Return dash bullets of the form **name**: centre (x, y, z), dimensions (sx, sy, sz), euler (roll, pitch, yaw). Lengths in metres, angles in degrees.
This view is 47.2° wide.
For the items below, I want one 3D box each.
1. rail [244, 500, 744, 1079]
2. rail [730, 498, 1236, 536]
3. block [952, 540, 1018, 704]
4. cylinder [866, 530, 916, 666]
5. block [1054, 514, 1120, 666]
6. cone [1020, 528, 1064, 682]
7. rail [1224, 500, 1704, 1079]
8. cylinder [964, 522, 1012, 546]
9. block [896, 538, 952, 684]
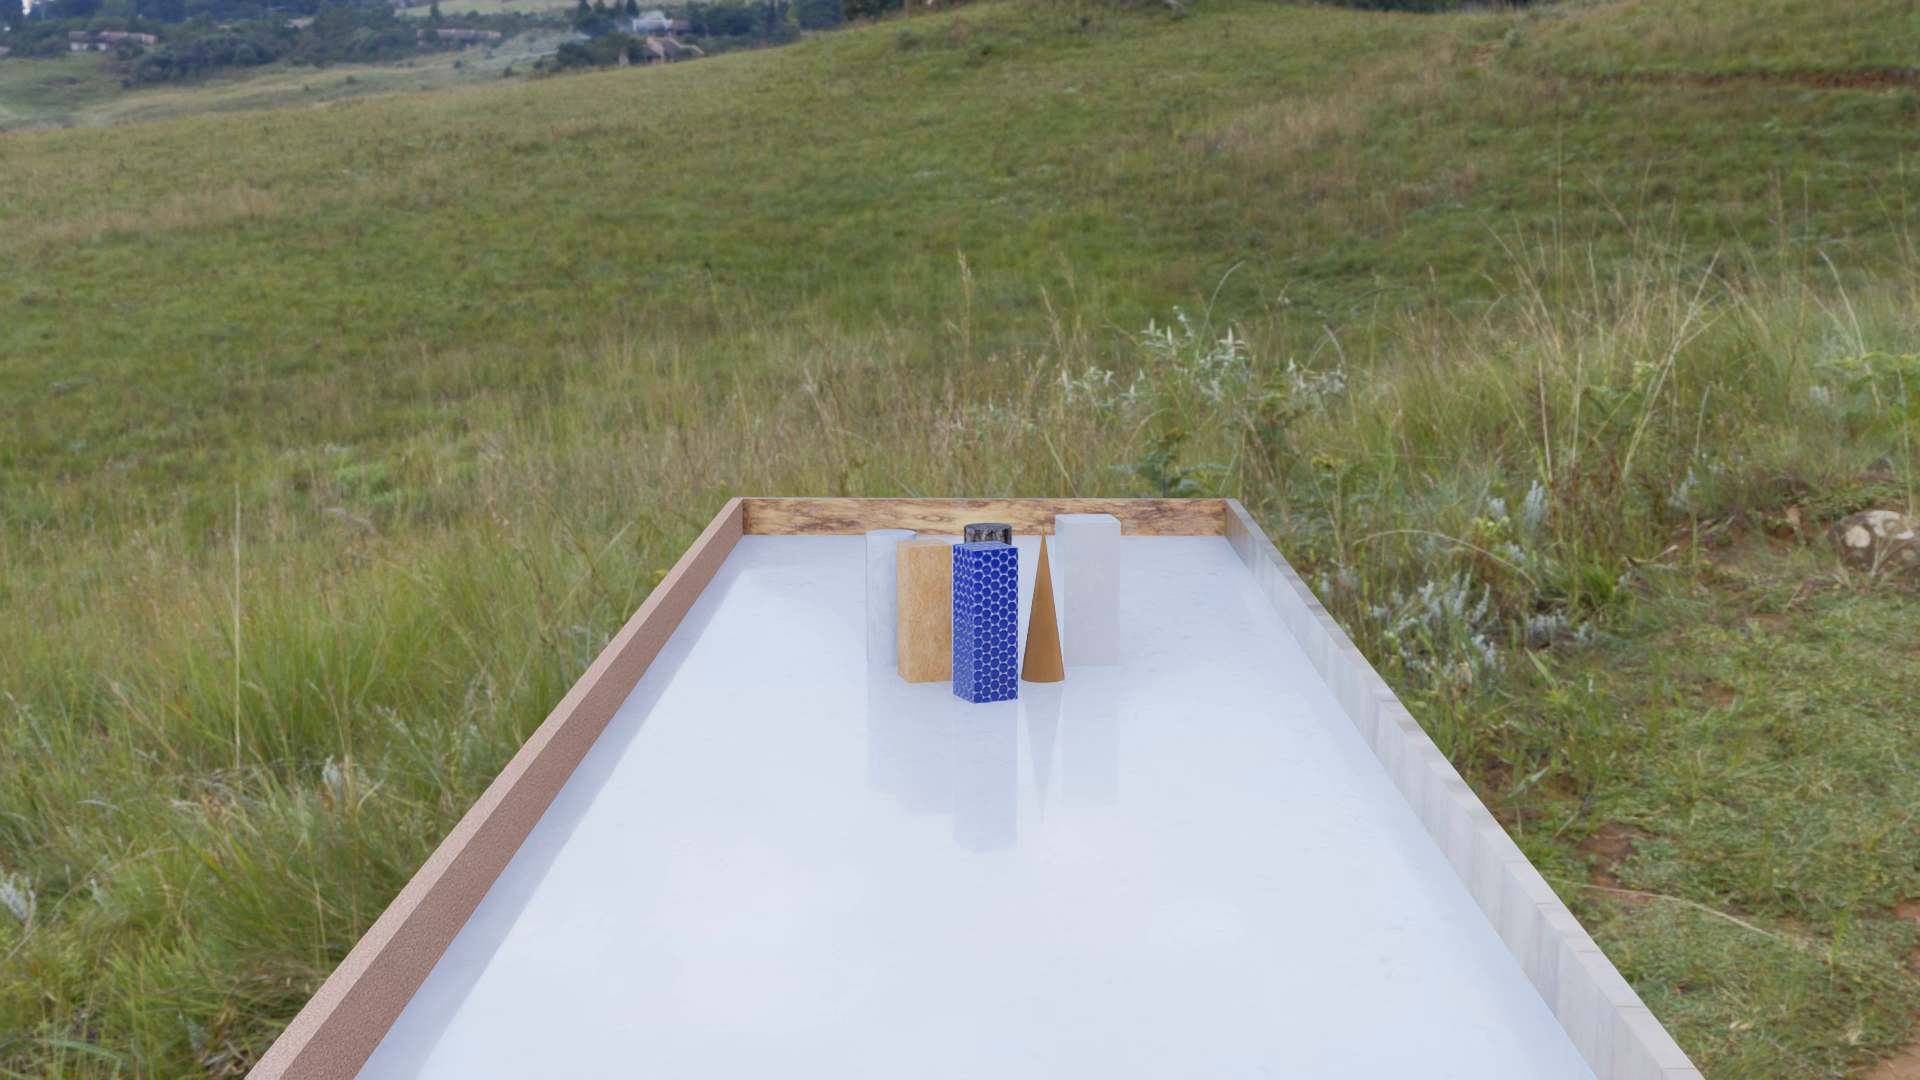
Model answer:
- **rail**: centre (-1.004, 0.839, 3.234), dimensions (0.050, 0.150, 12.000), euler (0, 9, 1)
- **rail**: centre (0.099, -0.098, 9.147), dimensions (2.100, 0.150, 0.050), euler (0, 9, 1)
- **block**: centre (0.071, 0.229, 6.184), dimensions (0.137, 0.431, 0.137), euler (-4, 10, -25)
- **cylinder**: centre (-0.208, 0.173, 6.658), dimensions (0.150, 0.394, 0.150), euler (0, 9, 0)
- **block**: centre (0.385, 0.150, 6.665), dimensions (0.170, 0.437, 0.170), euler (-1, 9, -7)
- **cone**: centre (0.243, 0.180, 6.418), dimensions (0.129, 0.456, 0.129), euler (0, 9, 0)
- **rail**: centre (1.046, 0.843, 3.208), dimensions (0.050, 0.150, 12.000), euler (0, 9, 1)
- **cylinder**: centre (0.084, 0.163, 6.660), dimensions (0.144, 0.413, 0.144), euler (0, 9, 0)
- **block**: centre (-0.104, 0.206, 6.430), dimensions (0.131, 0.400, 0.131), euler (-3, 9, -16)
